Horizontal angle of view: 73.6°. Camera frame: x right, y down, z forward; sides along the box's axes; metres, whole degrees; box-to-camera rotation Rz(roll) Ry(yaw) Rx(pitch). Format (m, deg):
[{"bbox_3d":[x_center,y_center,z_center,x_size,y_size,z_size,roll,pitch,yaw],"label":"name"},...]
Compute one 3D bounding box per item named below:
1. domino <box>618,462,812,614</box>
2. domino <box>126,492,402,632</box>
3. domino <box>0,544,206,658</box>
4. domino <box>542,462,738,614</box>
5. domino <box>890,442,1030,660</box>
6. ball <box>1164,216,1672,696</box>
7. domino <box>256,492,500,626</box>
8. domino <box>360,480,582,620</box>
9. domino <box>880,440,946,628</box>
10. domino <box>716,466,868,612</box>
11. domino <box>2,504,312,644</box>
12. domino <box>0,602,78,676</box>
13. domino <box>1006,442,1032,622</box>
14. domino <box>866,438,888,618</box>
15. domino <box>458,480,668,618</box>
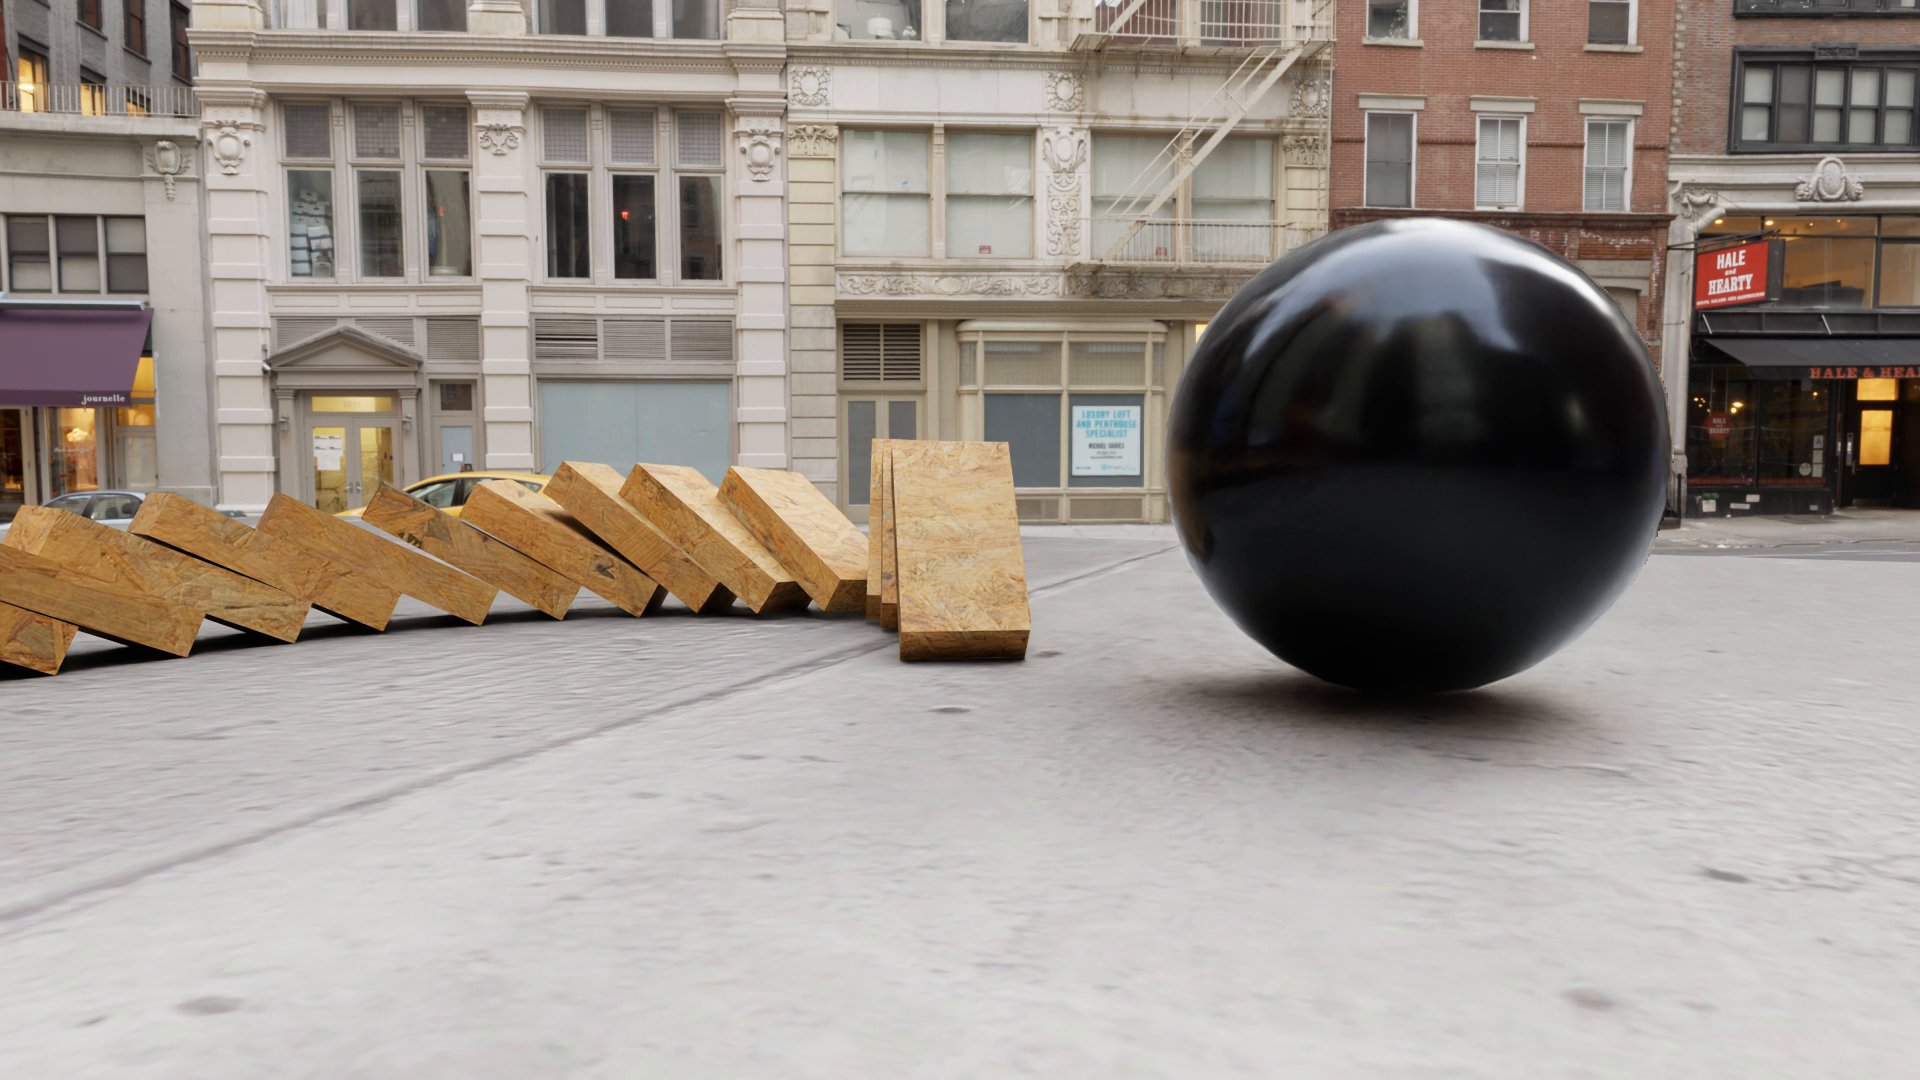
[{"bbox_3d":[-0.060,-0.001,0.328,0.050,0.010,0.025,38,14,17],"label":"domino"},{"bbox_3d":[-0.152,0.005,0.282,0.050,0.009,0.025,33,-20,-38],"label":"domino"},{"bbox_3d":[-0.176,0.009,0.245,0.025,0.009,0.050,3,-20,34],"label":"domino"},{"bbox_3d":[-0.079,-0.001,0.328,0.050,0.009,0.025,37,7,7],"label":"domino"},{"bbox_3d":[-0.001,0.001,0.267,0.025,0.050,0.010,0,-39,-6],"label":"domino"},{"bbox_3d":[0.075,-0.014,0.218,0.080,0.080,0.080,0,4,0],"label":"ball"},{"bbox_3d":[-0.136,0.004,0.299,0.050,0.009,0.025,30,-12,-30],"label":"domino"},{"bbox_3d":[-0.118,0.002,0.311,0.050,0.009,0.025,31,-9,-23],"label":"domino"},{"bbox_3d":[-0.006,-0.002,0.306,0.025,0.050,0.009,1,-39,-5],"label":"domino"},{"bbox_3d":[-0.038,-0.001,0.330,0.025,0.010,0.050,3,33,-51],"label":"domino"},{"bbox_3d":[-0.165,0.008,0.265,0.025,0.009,0.050,4,-20,40],"label":"domino"},{"bbox_3d":[-0.188,0.010,0.225,0.025,0.010,0.050,3,-21,35],"label":"domino"},{"bbox_3d":[0.000,0.000,0.280,0.025,0.050,0.009,0,-39,-6],"label":"domino"},{"bbox_3d":[-0.010,-0.003,0.319,0.025,0.050,0.009,2,-39,-4],"label":"domino"},{"bbox_3d":[-0.098,0.002,0.325,0.050,0.009,0.025,30,3,-3],"label":"domino"}]
